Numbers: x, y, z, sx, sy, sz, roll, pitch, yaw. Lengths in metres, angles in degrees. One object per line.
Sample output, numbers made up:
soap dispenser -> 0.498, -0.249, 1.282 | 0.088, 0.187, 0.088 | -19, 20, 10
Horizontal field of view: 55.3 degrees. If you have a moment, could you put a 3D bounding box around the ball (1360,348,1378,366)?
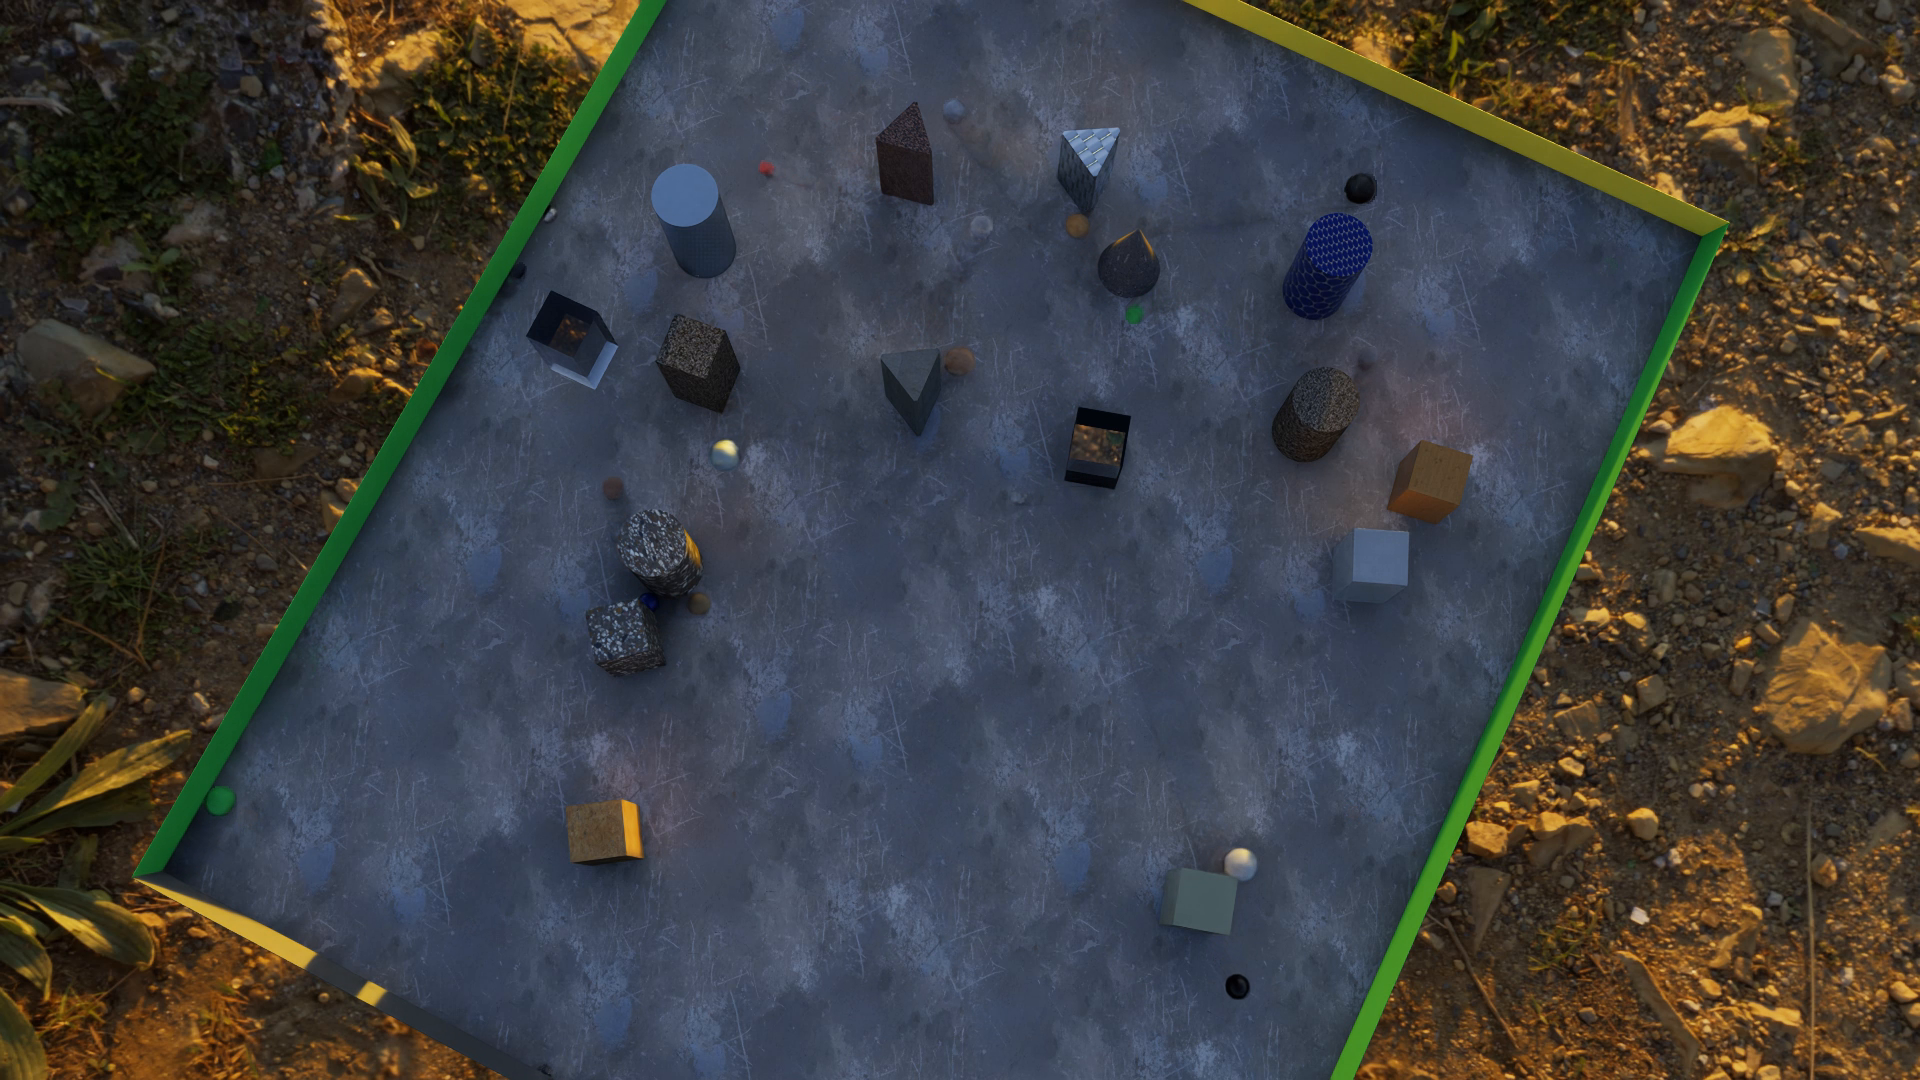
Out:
ball -> 1.274, -0.570, 5.708 | 0.051, 0.051, 0.051 | 0, 78, 0

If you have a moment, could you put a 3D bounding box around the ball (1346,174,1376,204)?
ball -> 1.266, -1.111, 5.799 | 0.093, 0.093, 0.093 | 0, 78, 0

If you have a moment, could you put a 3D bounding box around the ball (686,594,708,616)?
ball -> -0.794, 0.195, 5.542 | 0.067, 0.067, 0.067 | 0, 78, 0

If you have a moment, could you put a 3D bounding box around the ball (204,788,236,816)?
ball -> -2.187, 0.775, 5.413 | 0.084, 0.084, 0.084 | 0, 78, 0

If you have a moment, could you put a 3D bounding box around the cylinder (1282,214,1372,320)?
cylinder -> 1.115, -0.828, 5.584 | 0.197, 0.400, 0.197 | 0, 78, 0

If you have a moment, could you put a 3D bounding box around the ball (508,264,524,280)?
ball -> -1.396, -0.845, 5.767 | 0.048, 0.048, 0.048 | 0, 78, 0

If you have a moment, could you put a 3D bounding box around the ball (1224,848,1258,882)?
ball -> 0.822, 0.952, 5.369 | 0.098, 0.098, 0.098 | 0, 78, 0

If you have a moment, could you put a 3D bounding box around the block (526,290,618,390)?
block -> -1.175, -0.604, 5.573 | 0.158, 0.331, 0.158 | 25, 79, 5

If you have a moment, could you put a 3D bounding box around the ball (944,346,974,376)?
ball -> -0.004, -0.553, 5.683 | 0.093, 0.093, 0.093 | 0, 78, 0

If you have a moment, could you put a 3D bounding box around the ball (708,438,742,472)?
ball -> -0.721, -0.261, 5.620 | 0.099, 0.099, 0.099 | 0, 78, 0

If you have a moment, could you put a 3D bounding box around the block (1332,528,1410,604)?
block -> 1.215, 0.079, 5.443 | 0.158, 0.308, 0.158 | 5, 78, 1

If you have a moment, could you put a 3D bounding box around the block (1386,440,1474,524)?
block -> 1.411, -0.171, 5.514 | 0.158, 0.271, 0.158 | 18, 79, 4

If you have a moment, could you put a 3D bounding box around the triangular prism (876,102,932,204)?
triangular prism -> -0.151, -1.200, 5.660 | 0.171, 0.402, 0.148 | 14, 79, 3

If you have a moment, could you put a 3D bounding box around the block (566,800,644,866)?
block -> -1.022, 0.847, 5.291 | 0.158, 0.294, 0.158 | -7, 78, -2

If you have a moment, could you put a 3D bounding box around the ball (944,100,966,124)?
ball -> -0.017, -1.369, 5.864 | 0.071, 0.071, 0.071 | 0, 78, 0

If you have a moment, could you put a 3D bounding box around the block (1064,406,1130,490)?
block -> 0.413, -0.274, 5.527 | 0.158, 0.288, 0.158 | 10, 78, 2

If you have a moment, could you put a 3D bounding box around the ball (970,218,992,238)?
ball -> 0.067, -0.986, 5.787 | 0.067, 0.067, 0.067 | 0, 78, 0

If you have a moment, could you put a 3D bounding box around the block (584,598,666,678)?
block -> -0.982, 0.290, 5.397 | 0.158, 0.312, 0.158 | -14, 79, -3

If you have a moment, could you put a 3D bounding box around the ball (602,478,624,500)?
ball -> -1.063, -0.156, 5.617 | 0.062, 0.062, 0.062 | 0, 78, 0

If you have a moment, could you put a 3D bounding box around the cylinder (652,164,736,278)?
cylinder -> -0.807, -0.967, 5.591 | 0.197, 0.442, 0.197 | 0, 78, 0

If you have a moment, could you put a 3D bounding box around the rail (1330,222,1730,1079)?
rail -> 1.491, 0.737, 5.398 | 0.045, 0.128, 3.929 | 26, 80, 5

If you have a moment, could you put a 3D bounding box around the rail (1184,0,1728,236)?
rail -> 0.868, -1.693, 5.901 | 3.382, 0.128, 0.045 | 26, 80, 5

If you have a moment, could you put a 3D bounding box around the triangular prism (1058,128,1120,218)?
triangular prism -> 0.420, -1.166, 5.685 | 0.148, 0.338, 0.171 | -33, 80, -6

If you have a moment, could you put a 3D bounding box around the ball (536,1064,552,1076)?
ball -> -1.199, 1.531, 5.278 | 0.042, 0.042, 0.042 | 0, 78, 0

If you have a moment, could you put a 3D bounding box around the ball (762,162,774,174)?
ball -> -0.613, -1.184, 5.841 | 0.041, 0.041, 0.041 | 0, 78, 0

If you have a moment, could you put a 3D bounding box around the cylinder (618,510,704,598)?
cylinder -> -0.882, 0.045, 5.424 | 0.197, 0.360, 0.197 | 0, 78, 0

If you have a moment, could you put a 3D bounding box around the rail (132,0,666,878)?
rail -> -1.491, -0.723, 5.700 | 0.045, 0.128, 3.929 | 26, 80, 5

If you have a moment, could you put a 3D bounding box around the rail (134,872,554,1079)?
rail -> -0.868, 1.707, 5.197 | 3.382, 0.128, 0.045 | 26, 80, 5

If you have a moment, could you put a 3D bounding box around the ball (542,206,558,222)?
ball -> -1.299, -1.032, 5.805 | 0.050, 0.050, 0.050 | 0, 78, 0

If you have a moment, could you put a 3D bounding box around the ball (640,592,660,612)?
ball -> -0.942, 0.190, 5.545 | 0.064, 0.064, 0.064 | 0, 78, 0

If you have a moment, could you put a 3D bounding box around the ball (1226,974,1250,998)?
ball -> 0.804, 1.293, 5.313 | 0.070, 0.070, 0.070 | 0, 78, 0

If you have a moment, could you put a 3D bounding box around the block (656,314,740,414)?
block -> -0.787, -0.529, 5.534 | 0.158, 0.376, 0.158 | 20, 79, 4

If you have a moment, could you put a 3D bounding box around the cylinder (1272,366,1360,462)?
cylinder -> 1.066, -0.373, 5.509 | 0.197, 0.361, 0.197 | 0, 78, 0

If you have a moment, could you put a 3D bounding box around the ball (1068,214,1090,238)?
ball -> 0.375, -0.992, 5.784 | 0.074, 0.074, 0.074 | 0, 78, 0

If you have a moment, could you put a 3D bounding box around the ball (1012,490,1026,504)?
ball -> 0.182, -0.130, 5.623 | 0.041, 0.041, 0.041 | 0, 78, 0

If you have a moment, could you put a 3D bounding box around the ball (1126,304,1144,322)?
ball -> 0.549, -0.709, 5.735 | 0.055, 0.055, 0.055 | 0, 78, 0

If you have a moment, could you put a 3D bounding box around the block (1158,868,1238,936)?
block -> 0.675, 1.030, 5.216 | 0.158, 0.366, 0.158 | 10, 78, 2

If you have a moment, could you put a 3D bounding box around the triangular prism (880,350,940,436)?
triangular prism -> -0.120, -0.471, 5.511 | 0.148, 0.397, 0.171 | -36, 81, -7

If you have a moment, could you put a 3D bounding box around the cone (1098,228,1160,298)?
cone -> 0.533, -0.894, 5.626 | 0.197, 0.344, 0.197 | 0, 78, 0
